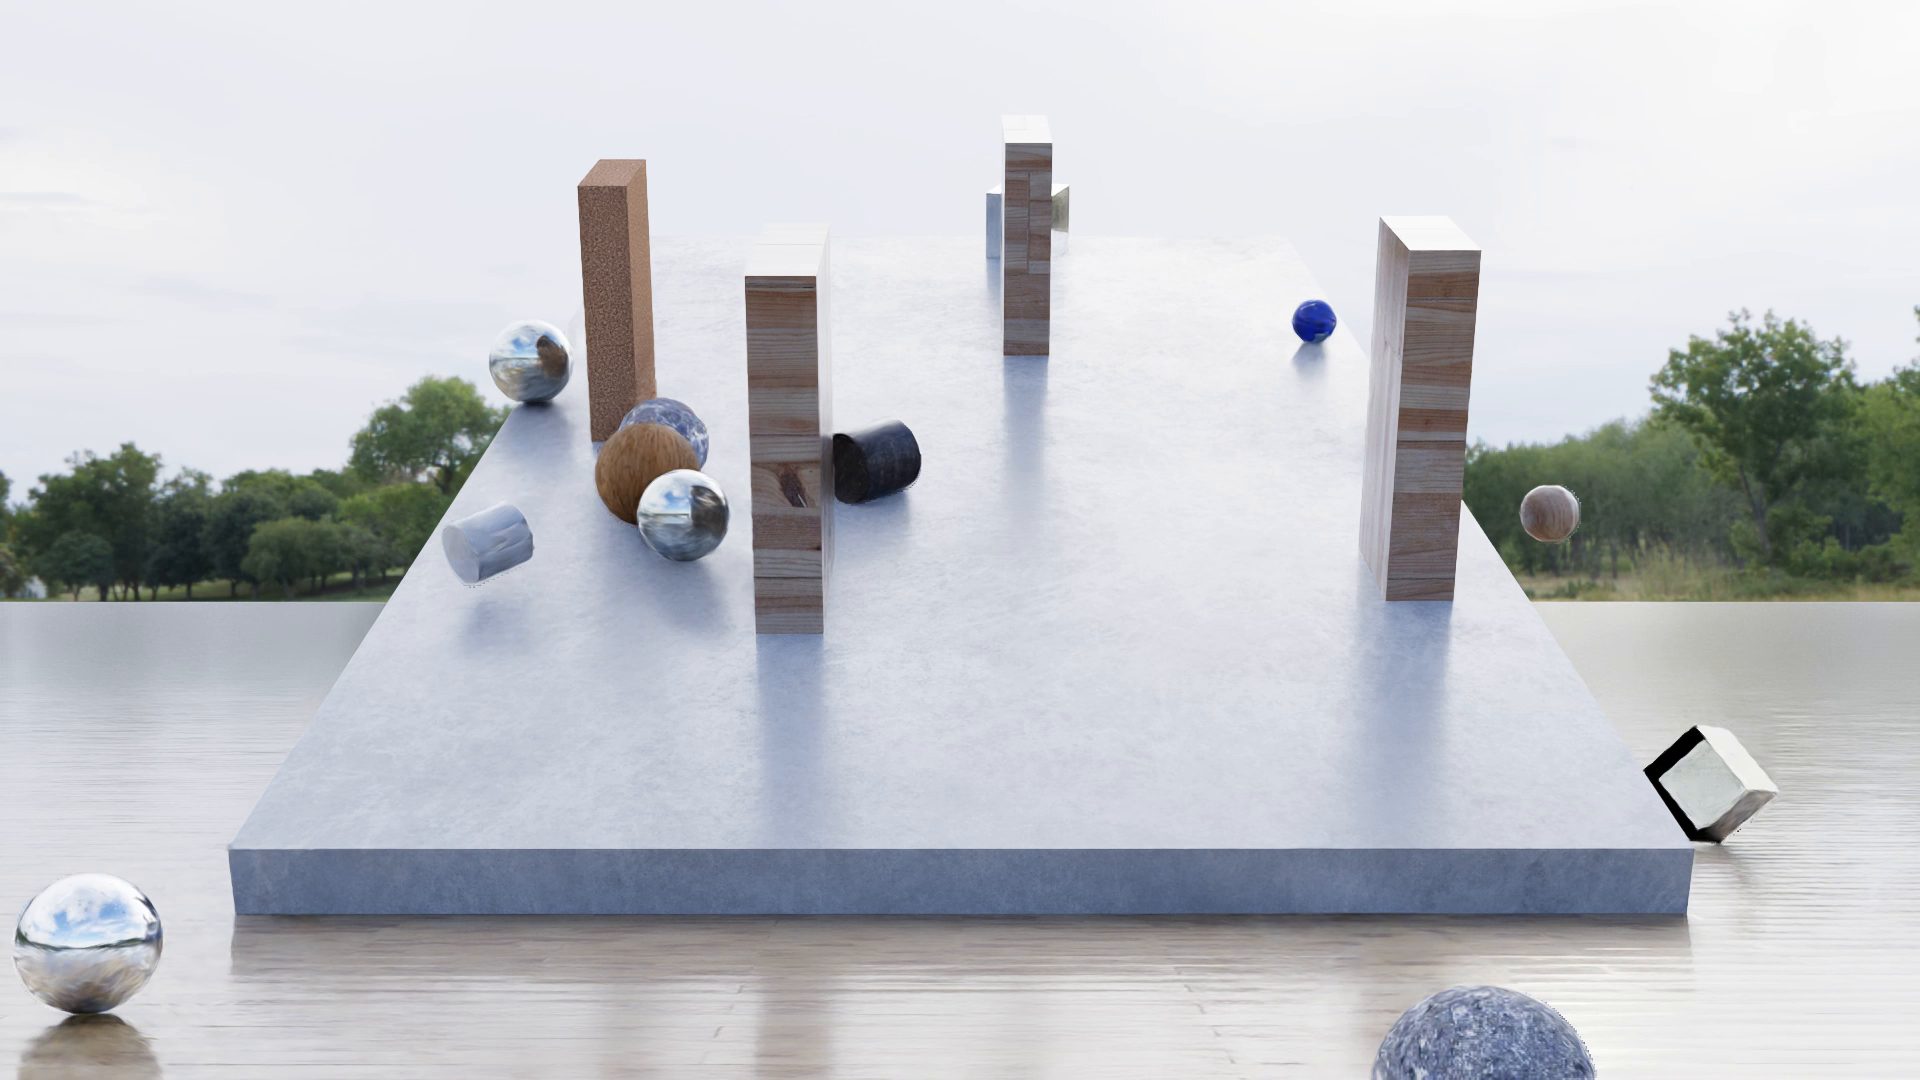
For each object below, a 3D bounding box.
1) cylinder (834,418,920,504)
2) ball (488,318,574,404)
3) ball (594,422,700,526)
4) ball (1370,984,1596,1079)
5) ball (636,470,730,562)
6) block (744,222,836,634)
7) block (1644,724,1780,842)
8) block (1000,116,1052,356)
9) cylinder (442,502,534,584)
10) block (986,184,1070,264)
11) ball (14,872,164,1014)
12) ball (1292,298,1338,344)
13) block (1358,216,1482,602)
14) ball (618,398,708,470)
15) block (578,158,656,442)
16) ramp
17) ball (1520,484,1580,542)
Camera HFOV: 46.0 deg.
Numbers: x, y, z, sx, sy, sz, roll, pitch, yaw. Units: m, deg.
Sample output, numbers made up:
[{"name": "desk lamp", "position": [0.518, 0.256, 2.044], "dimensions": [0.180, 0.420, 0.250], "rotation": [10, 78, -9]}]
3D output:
[{"name": "cylinder", "position": [-0.179, -0.158, 4.489], "dimensions": [0.144, 0.144, 0.144], "rotation": [-19, 12, -42]}, {"name": "ball", "position": [-0.968, -0.403, 5.105], "dimensions": [0.191, 0.191, 0.191], "rotation": [0, -1, 0]}, {"name": "ball", "position": [-0.596, -0.125, 4.313], "dimensions": [0.200, 0.200, 0.200], "rotation": [0, -1, 0]}, {"name": "ball", "position": [0.373, 0.398, 1.613], "dimensions": [0.160, 0.160, 0.160], "rotation": [0, -1, 0]}, {"name": "ball", "position": [-0.502, -0.044, 4.113], "dimensions": [0.169, 0.169, 0.169], "rotation": [0, -1, 0]}, {"name": "block", "position": [-0.288, -0.202, 3.908], "dimensions": [0.115, 0.616, 0.415], "rotation": [0, 20, 0]}, {"name": "block", "position": [1.311, 0.428, 3.964], "dimensions": [0.143, 0.143, 0.143], "rotation": [10, -51, -48]}, {"name": "block", "position": [0.162, -0.765, 5.634], "dimensions": [0.113, 0.520, 0.406], "rotation": [0, 20, 0]}, {"name": "cylinder", "position": [-0.831, 0.005, 3.984], "dimensions": [0.114, 0.114, 0.114], "rotation": [-26, 15, -37]}, {"name": "block", "position": [0.197, -0.925, 6.569], "dimensions": [0.194, 0.194, 0.194], "rotation": [6, 21, 17]}, {"name": "ball", "position": [-0.914, 0.423, 2.373], "dimensions": [0.147, 0.147, 0.147], "rotation": [0, -1, 0]}, {"name": "ball", "position": [0.883, -0.547, 5.633], "dimensions": [0.113, 0.113, 0.113], "rotation": [0, -1, 0]}, {"name": "block", "position": [0.806, -0.235, 3.993], "dimensions": [0.119, 0.625, 0.282], "rotation": [0, 20, 0]}, {"name": "ball", "position": [-0.595, -0.192, 4.524], "dimensions": [0.185, 0.185, 0.185], "rotation": [0, -1, 0]}, {"name": "block", "position": [-0.740, -0.523, 4.904], "dimensions": [0.102, 0.552, 0.314], "rotation": [0, 20, 0]}, {"name": "ramp", "position": [-0.005, -0.203, 4.982], "dimensions": [2.000, 0.100, 4.000], "rotation": [0, 20, 0]}, {"name": "ball", "position": [1.442, -0.065, 5.530], "dimensions": [0.141, 0.141, 0.141], "rotation": [0, -1, 0]}]
